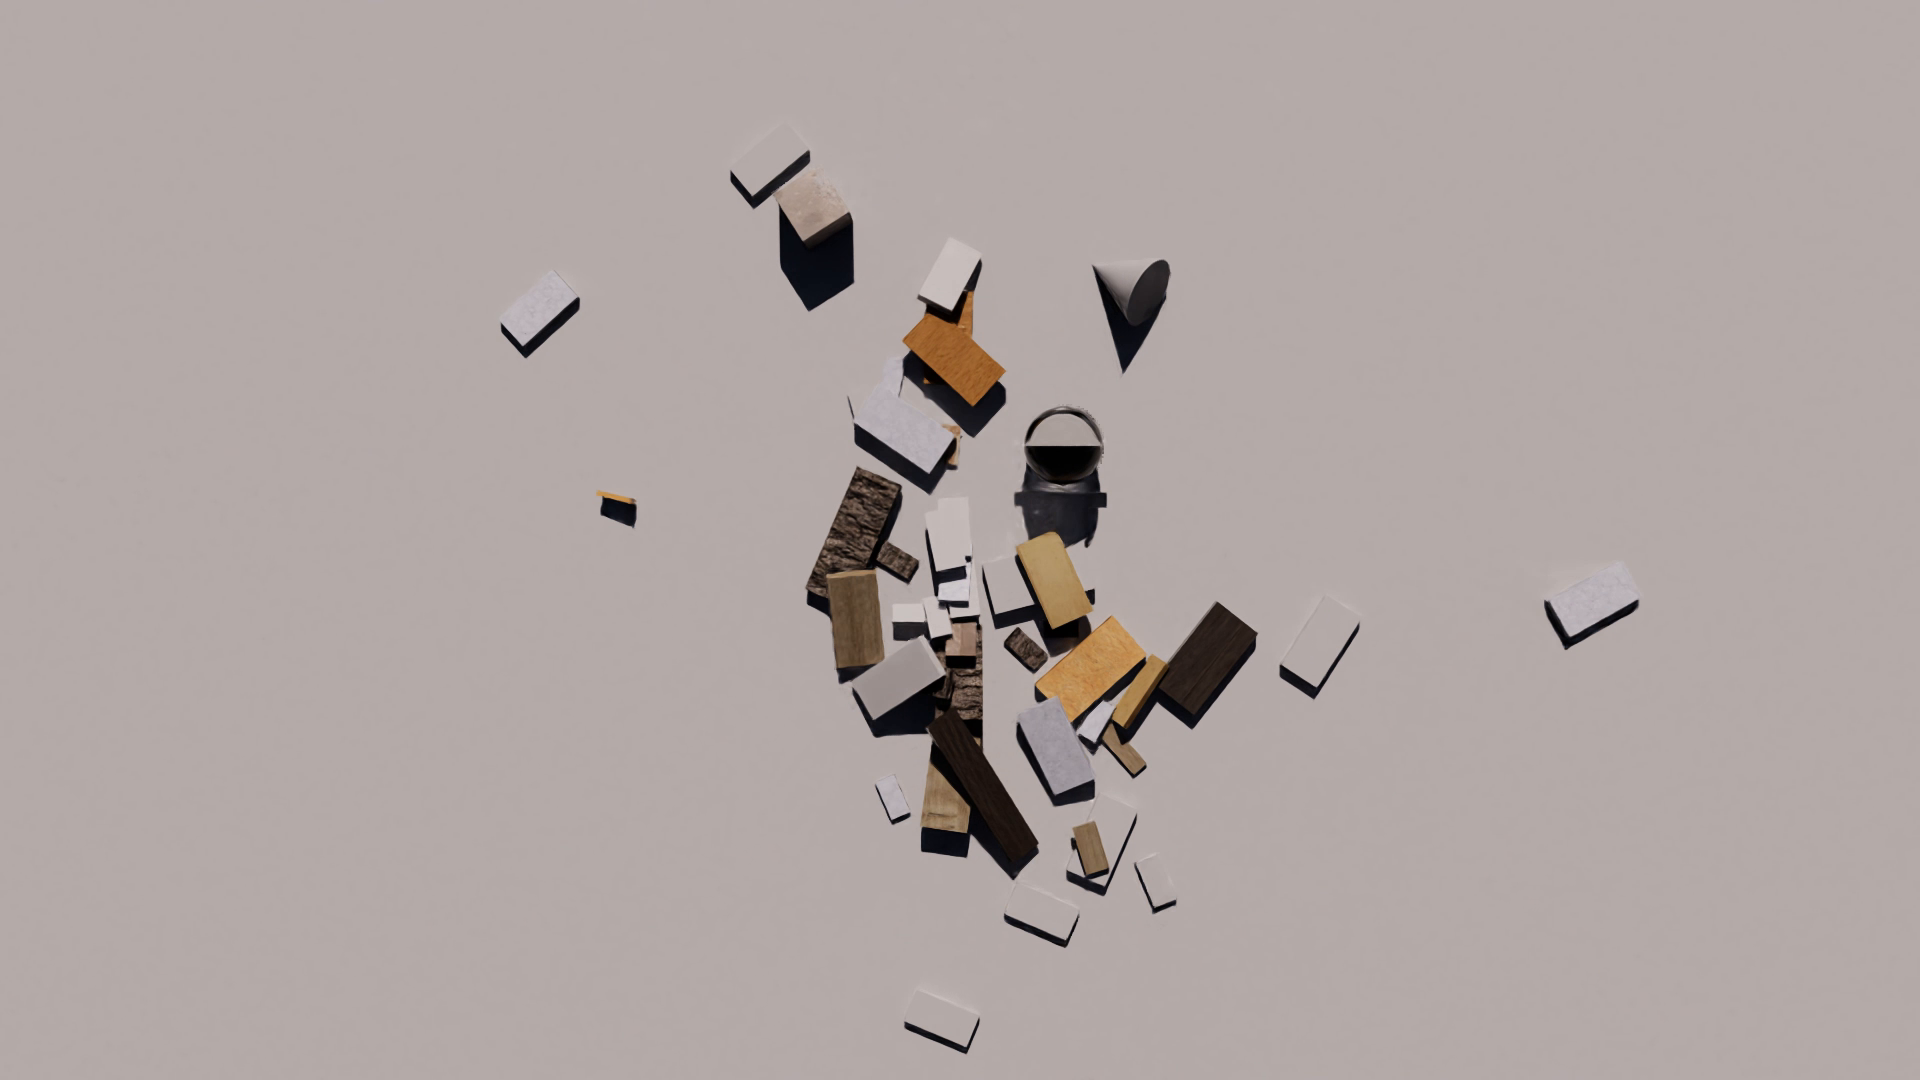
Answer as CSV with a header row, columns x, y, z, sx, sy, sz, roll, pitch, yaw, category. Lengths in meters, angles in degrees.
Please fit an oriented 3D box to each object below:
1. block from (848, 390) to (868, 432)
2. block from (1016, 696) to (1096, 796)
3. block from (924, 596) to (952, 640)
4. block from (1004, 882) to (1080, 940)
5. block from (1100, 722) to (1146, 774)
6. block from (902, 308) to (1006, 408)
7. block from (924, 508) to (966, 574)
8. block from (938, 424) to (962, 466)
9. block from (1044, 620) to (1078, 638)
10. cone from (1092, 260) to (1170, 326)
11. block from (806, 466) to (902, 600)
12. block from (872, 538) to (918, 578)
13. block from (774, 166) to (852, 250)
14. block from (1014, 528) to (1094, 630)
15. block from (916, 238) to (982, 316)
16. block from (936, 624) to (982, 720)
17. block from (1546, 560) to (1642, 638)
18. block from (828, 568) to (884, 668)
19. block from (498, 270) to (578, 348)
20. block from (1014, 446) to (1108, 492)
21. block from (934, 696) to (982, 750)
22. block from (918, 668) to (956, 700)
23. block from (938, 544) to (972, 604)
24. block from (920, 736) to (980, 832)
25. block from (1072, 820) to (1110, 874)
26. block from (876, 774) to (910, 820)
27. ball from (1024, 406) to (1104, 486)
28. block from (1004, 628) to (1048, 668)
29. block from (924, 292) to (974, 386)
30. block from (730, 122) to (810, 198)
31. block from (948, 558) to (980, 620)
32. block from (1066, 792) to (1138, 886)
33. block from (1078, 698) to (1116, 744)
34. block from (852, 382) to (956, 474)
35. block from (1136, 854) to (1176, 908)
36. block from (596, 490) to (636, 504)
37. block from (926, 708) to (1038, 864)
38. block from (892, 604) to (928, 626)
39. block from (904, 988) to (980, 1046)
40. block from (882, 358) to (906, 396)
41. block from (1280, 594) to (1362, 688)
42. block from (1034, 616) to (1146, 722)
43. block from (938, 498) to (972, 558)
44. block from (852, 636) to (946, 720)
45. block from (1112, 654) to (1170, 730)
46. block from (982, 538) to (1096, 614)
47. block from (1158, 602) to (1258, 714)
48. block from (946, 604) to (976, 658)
x,y,z,sx,sy,sz,roll,pitch,yaw,category
-0.324,-0.432,5.491,0.065,0.018,0.130,-16,90,0,block
0.318,0.679,5.450,0.148,0.042,0.297,-25,95,12,block
-0.073,0.253,5.431,0.071,0.020,0.142,-13,66,2,block
0.272,1.232,5.484,0.225,0.032,0.112,23,90,0,block
0.534,0.688,5.492,0.058,0.016,0.198,-41,90,0,block
-0.020,-0.605,5.434,0.319,0.045,0.159,43,90,0,block
-0.047,0.001,5.419,0.100,0.028,0.201,-12,75,-1,block
-0.034,-0.317,5.491,0.065,0.018,0.130,5,90,0,block
0.336,0.295,5.492,0.116,0.016,0.058,-2,90,0,block
0.528,-0.863,5.448,0.234,0.234,0.234,32,90,27,cone
-0.351,-0.009,5.466,0.159,0.045,0.440,23,90,8,block
-0.216,0.063,5.490,0.142,0.020,0.071,31,90,0,block
-0.479,-1.088,5.410,0.179,0.179,0.179,-32,90,0,block
0.309,0.128,5.430,0.149,0.042,0.297,-24,90,0,block
-0.033,-0.870,5.438,0.122,0.035,0.245,27,68,0,block
-0.003,0.438,5.446,0.156,0.044,0.312,0,78,0,block
2.106,0.195,5.480,0.276,0.039,0.138,-29,90,0,block
-0.340,0.258,5.417,0.159,0.045,0.319,-6,111,-3,block
-1.399,-0.770,5.483,0.245,0.035,0.122,-42,90,0,block
0.335,-0.235,5.478,0.307,0.043,0.153,0,90,0,block
-0.005,0.654,5.478,0.156,0.044,0.312,0,90,0,block
-0.111,0.458,5.422,0.196,0.028,0.098,8,85,34,block
-0.015,0.108,5.444,0.100,0.028,0.201,3,70,3,block
-0.032,0.796,5.434,0.156,0.044,0.312,8,90,0,block
0.432,1.016,5.450,0.080,0.023,0.160,-17,90,0,block
-0.223,0.855,5.490,0.068,0.019,0.136,-24,90,0,block
0.334,-0.305,5.329,0.255,0.255,0.255,0,90,0,ball
0.219,0.359,5.490,0.136,0.019,0.068,43,90,0,block
-0.038,-0.670,5.478,0.153,0.043,0.307,2,90,0,block
-0.633,-1.265,5.483,0.245,0.035,0.122,-40,90,0,block
0.008,0.163,5.454,0.098,0.028,0.196,-6,70,0,block
0.471,0.993,5.480,0.138,0.039,0.276,23,90,0,block
0.455,0.599,5.478,0.068,0.019,0.136,30,89,22,block
-0.184,-0.368,5.460,0.307,0.043,0.153,34,90,0,block
0.652,1.133,5.489,0.080,0.023,0.160,-22,90,0,block
-1.138,-0.141,5.464,0.116,0.058,0.016,14,90,7,block
0.074,0.807,5.405,0.113,0.032,0.553,-35,104,-16,block
-0.152,0.248,5.470,0.142,0.020,0.071,0,52,0,block
-0.061,1.586,5.484,0.225,0.032,0.113,23,90,0,block
-0.225,-0.538,5.491,0.065,0.018,0.130,11,90,0,block
1.199,0.336,5.480,0.138,0.039,0.276,33,90,0,block
0.434,0.428,5.476,0.344,0.049,0.172,-42,90,0,block
-0.018,-0.039,5.459,0.100,0.028,0.201,-3,75,1,block
-0.202,0.453,5.413,0.297,0.042,0.149,-34,82,23,block
0.594,0.501,5.461,0.023,0.080,0.254,34,90,-37,block
0.262,0.119,5.476,0.344,0.049,0.172,-14,90,0,block
0.813,0.391,5.476,0.172,0.049,0.344,38,90,0,block
0.004,0.293,5.436,0.098,0.028,0.196,1,67,1,block
